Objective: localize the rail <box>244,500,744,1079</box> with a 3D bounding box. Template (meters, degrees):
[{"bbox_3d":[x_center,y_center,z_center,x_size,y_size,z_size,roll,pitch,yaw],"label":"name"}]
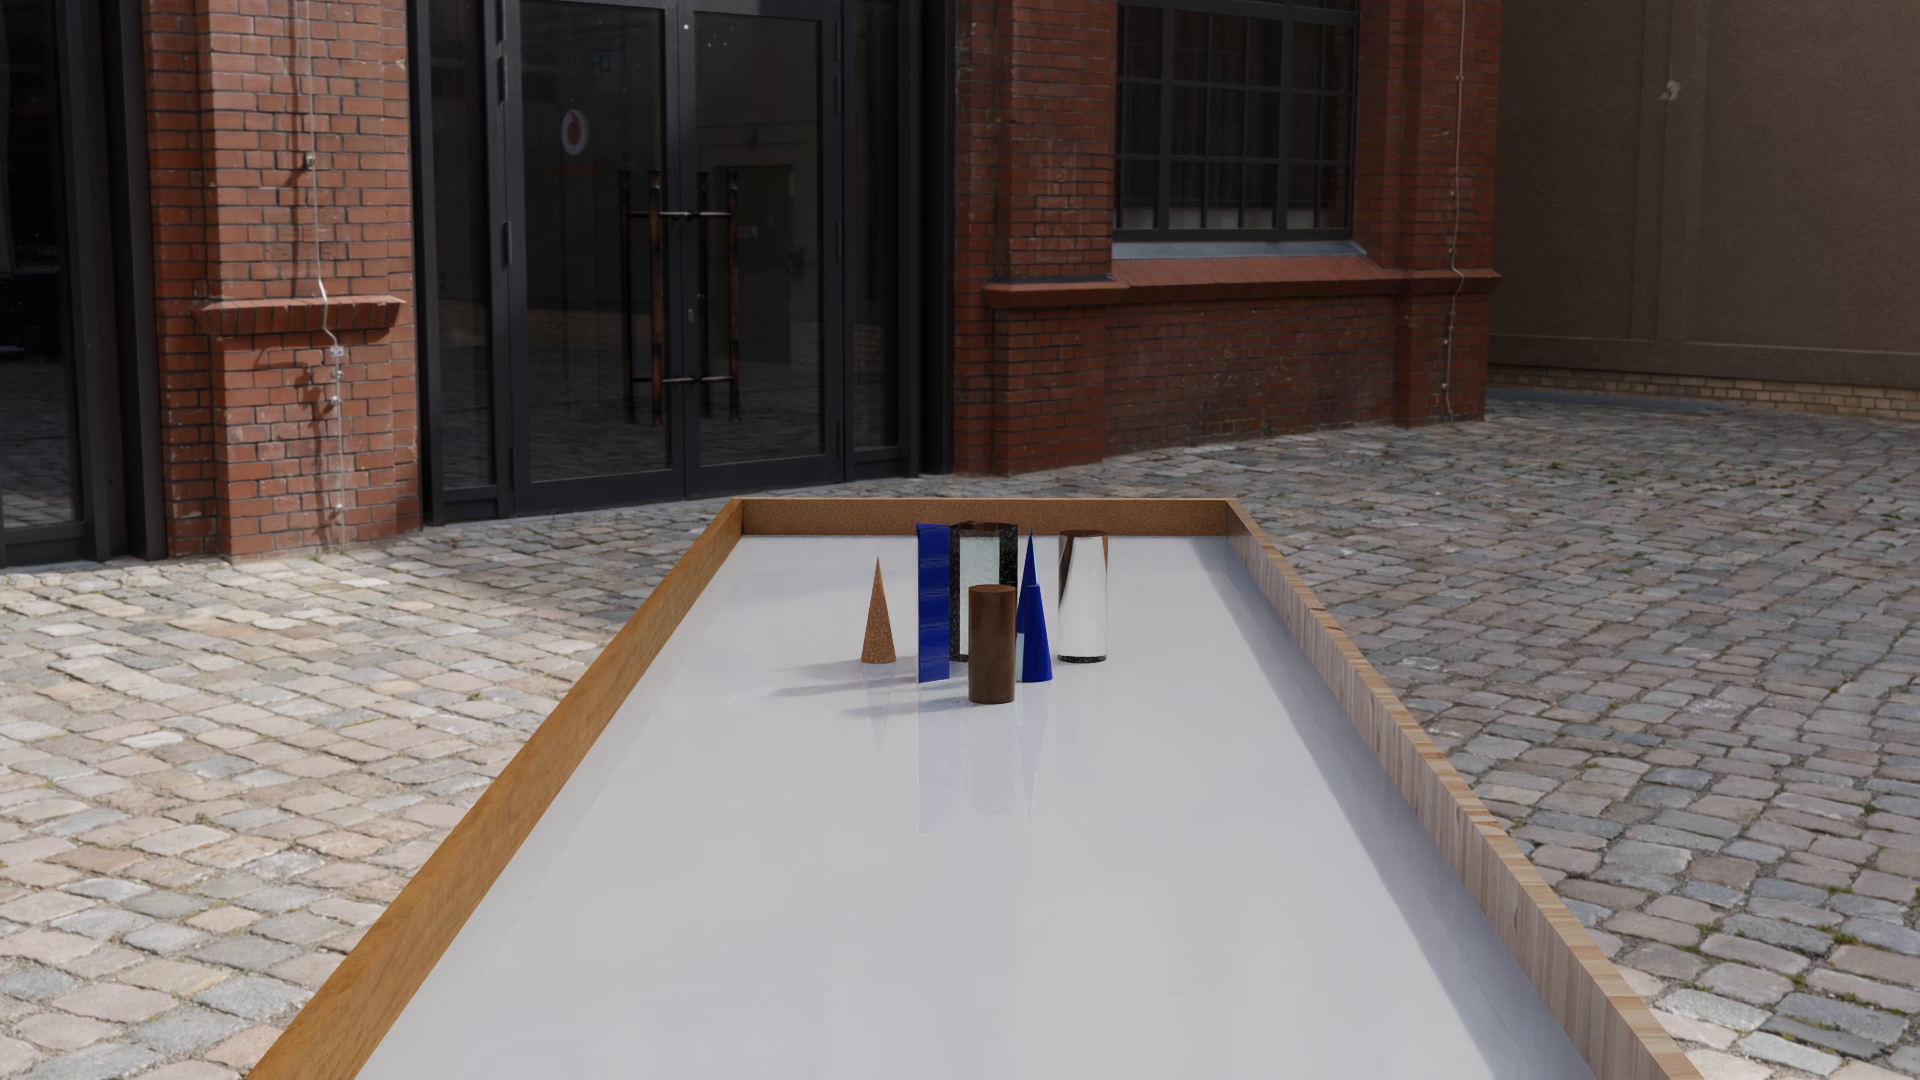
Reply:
[{"bbox_3d":[-1.004,0.839,3.234,0.050,0.150,12.000,0,9,1],"label":"rail"}]

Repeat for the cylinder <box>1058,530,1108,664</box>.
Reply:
[{"bbox_3d":[0.373,0.171,6.696,0.150,0.387,0.150,0,9,0],"label":"cylinder"}]

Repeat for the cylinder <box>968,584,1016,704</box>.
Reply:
[{"bbox_3d":[0.089,0.291,6.162,0.132,0.317,0.132,0,9,0],"label":"cylinder"}]

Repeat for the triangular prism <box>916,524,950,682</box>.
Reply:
[{"bbox_3d":[-0.101,0.181,6.420,0.106,0.453,0.091,-6,11,-34],"label":"triangular prism"}]

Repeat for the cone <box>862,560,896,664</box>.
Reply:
[{"bbox_3d":[-0.248,0.206,6.672,0.108,0.325,0.108,0,9,0],"label":"cone"}]

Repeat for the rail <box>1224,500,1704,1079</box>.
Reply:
[{"bbox_3d":[1.046,0.843,3.208,0.050,0.150,12.000,0,9,1],"label":"rail"}]

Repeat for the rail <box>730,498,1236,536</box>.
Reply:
[{"bbox_3d":[0.099,-0.098,9.147,2.100,0.150,0.050,0,9,1],"label":"rail"}]

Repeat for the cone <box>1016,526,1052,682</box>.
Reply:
[{"bbox_3d":[0.206,0.179,6.426,0.136,0.455,0.136,0,9,0],"label":"cone"}]

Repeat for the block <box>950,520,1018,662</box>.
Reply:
[{"bbox_3d":[0.064,0.159,6.704,0.167,0.408,0.167,5,10,27],"label":"block"}]
